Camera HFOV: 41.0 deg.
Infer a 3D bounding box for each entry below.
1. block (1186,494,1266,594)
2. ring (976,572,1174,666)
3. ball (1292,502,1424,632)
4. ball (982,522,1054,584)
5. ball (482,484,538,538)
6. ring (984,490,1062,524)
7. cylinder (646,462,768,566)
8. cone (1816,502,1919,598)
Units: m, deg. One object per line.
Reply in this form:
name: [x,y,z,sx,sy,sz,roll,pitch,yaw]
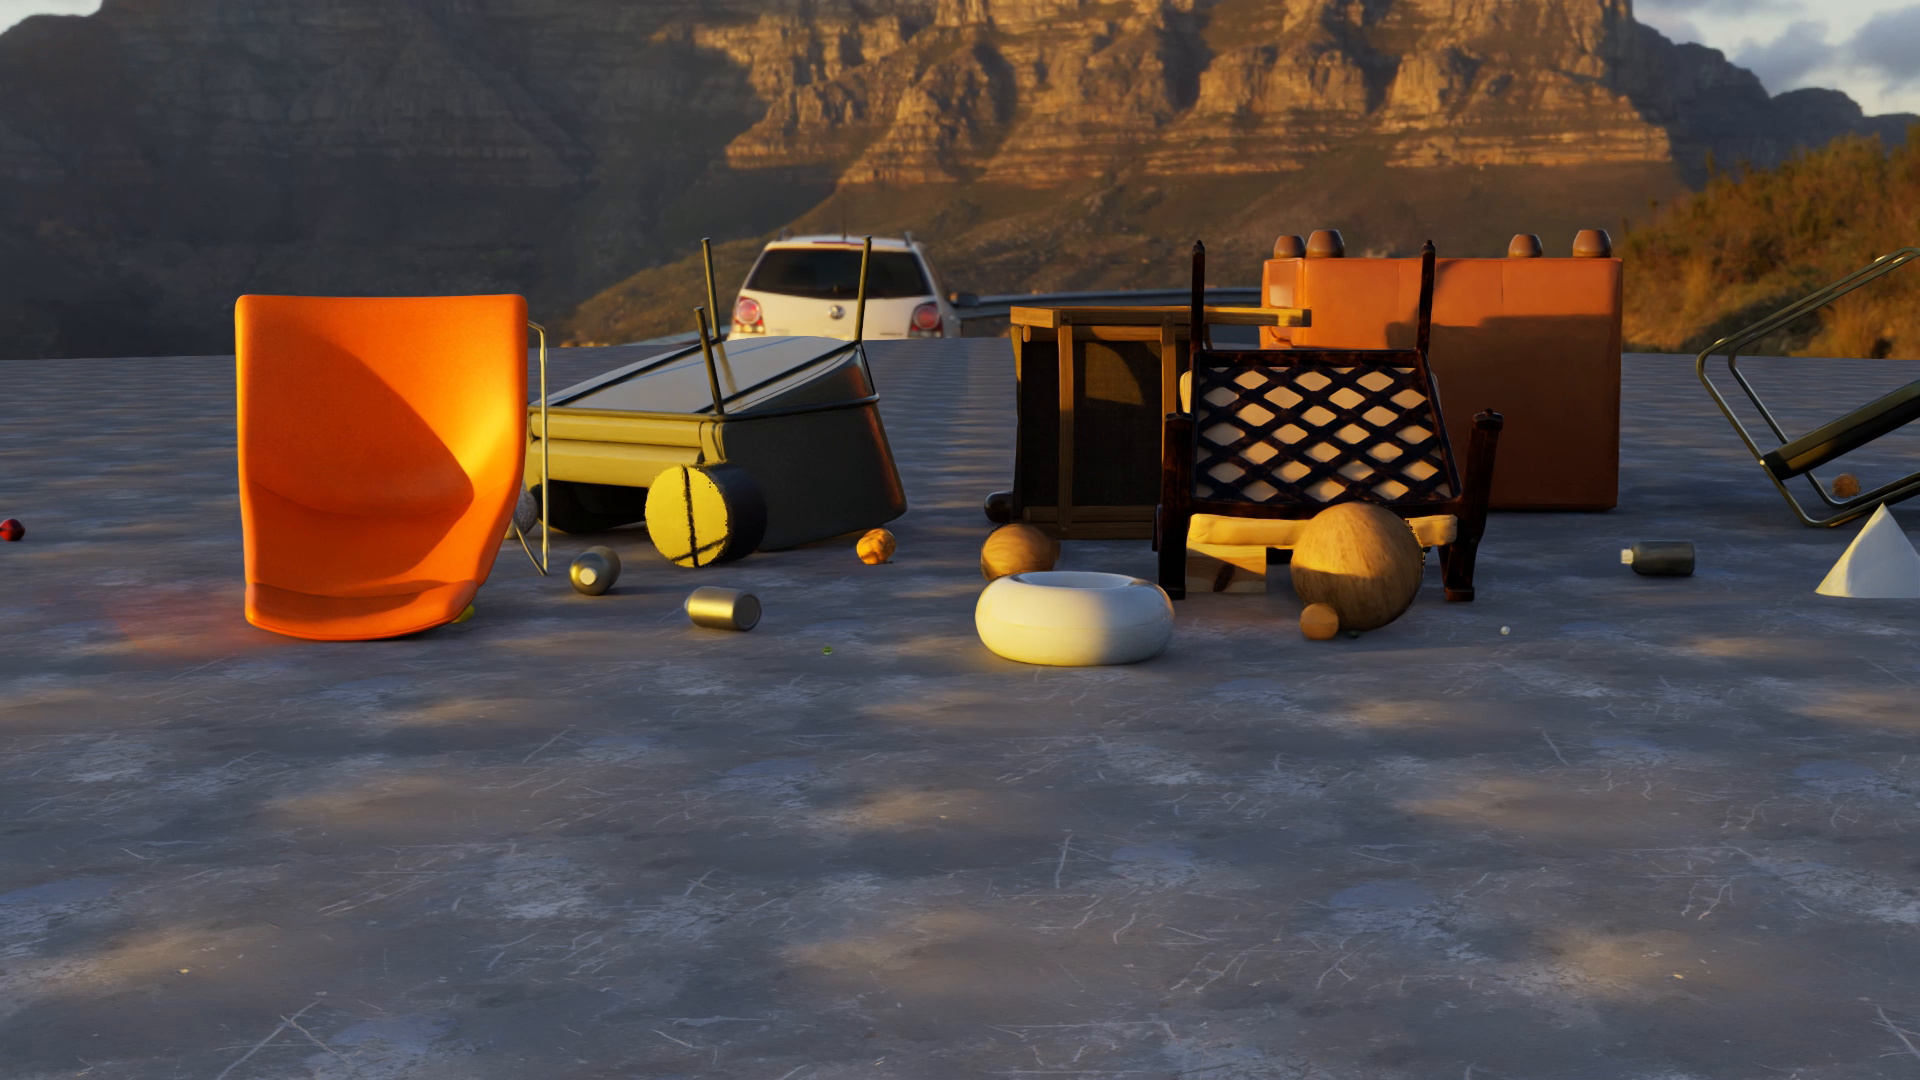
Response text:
block: [0.563,0.007,5.417,0.165,0.190,0.161,1,6,6]
ring: [0.200,0.135,4.456,0.348,0.135,0.345,-1,7,-20]
ball: [0.736,0.049,4.756,0.242,0.242,0.242,0,6,0]
ball: [0.120,0.039,5.302,0.150,0.150,0.150,0,6,0]
ball: [-1.127,-0.071,6.434,0.137,0.137,0.137,0,6,0]
ring: [0.170,-0.089,6.885,0.213,0.082,0.157,0,5,6]
cylinder: [-0.581,-0.060,5.880,0.220,0.235,0.160,-45,-16,25]
cone: [1.918,0.015,5.341,0.264,0.189,0.194,0,6,-3]
